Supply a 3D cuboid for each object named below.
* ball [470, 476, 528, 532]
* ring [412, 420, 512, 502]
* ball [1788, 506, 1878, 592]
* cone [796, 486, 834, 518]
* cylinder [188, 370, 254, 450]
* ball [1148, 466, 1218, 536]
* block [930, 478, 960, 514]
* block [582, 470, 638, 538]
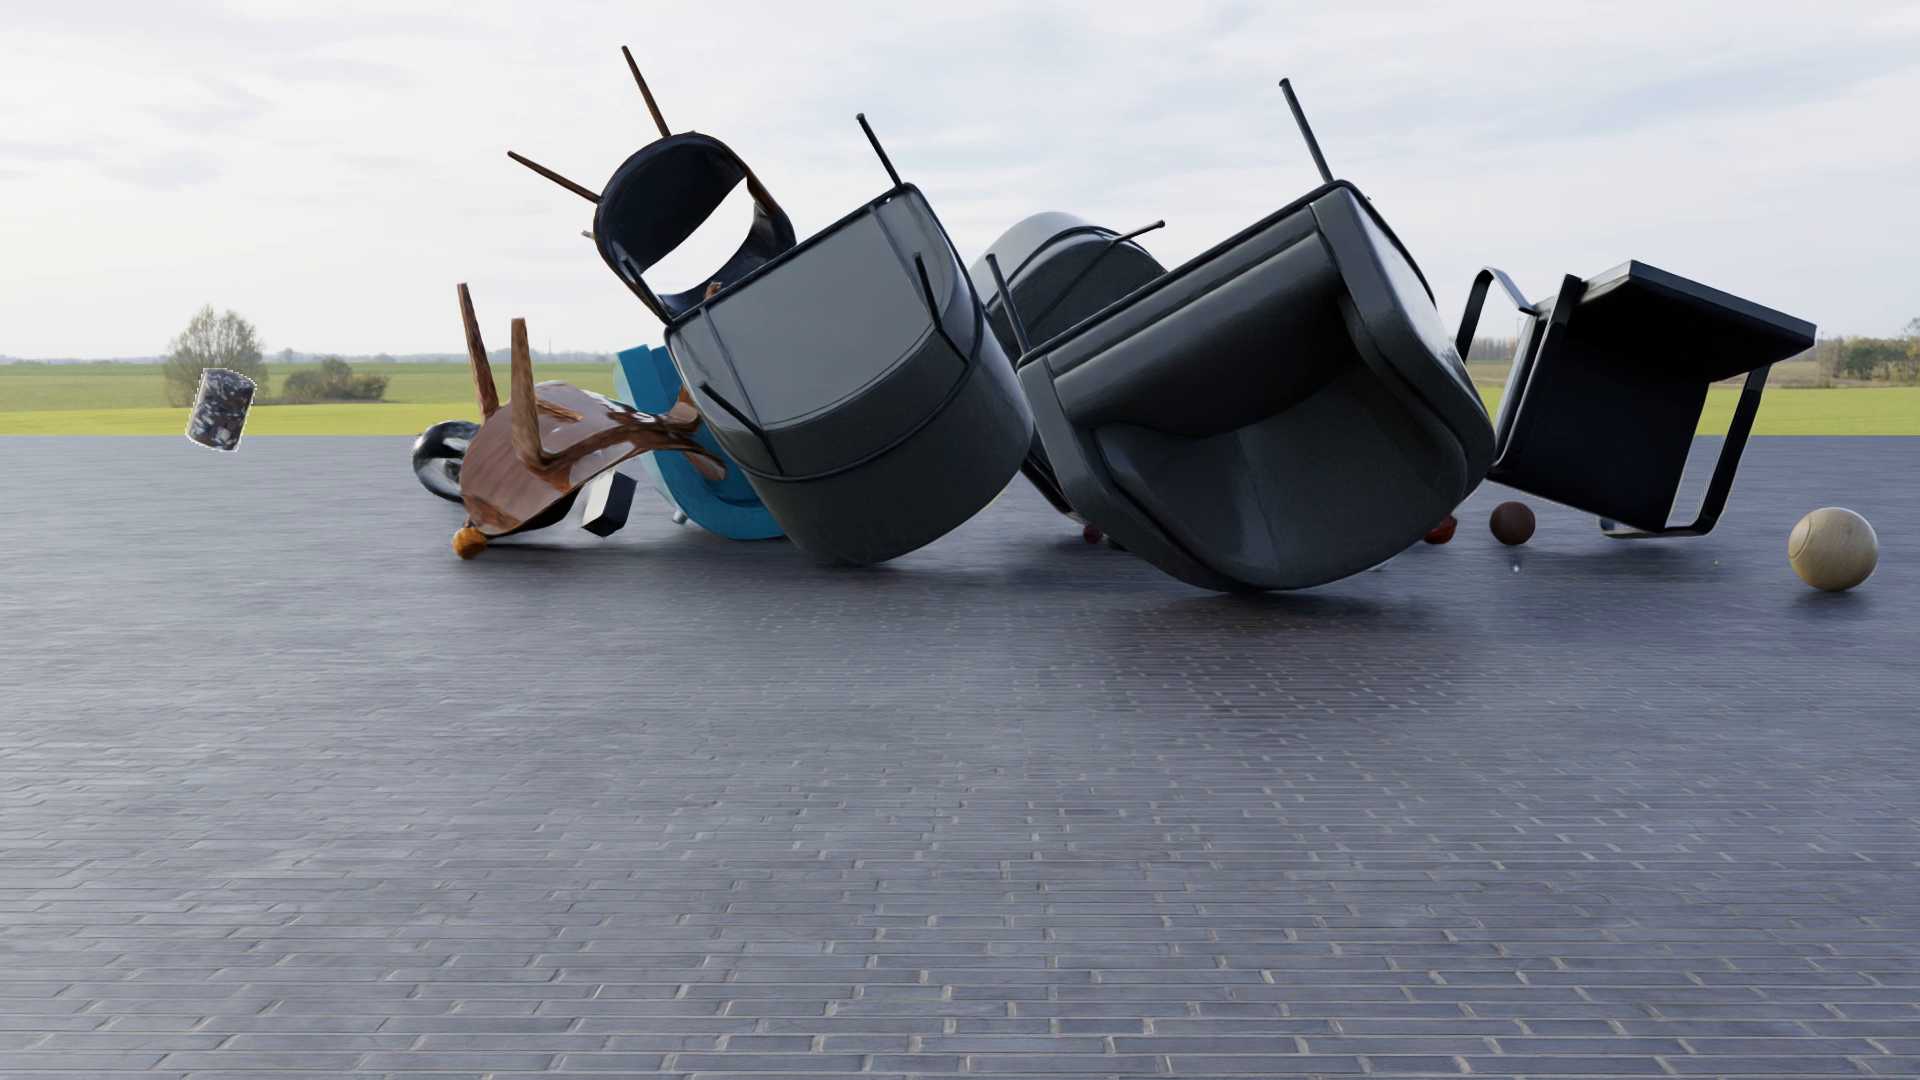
[{"bbox_3d":[-1.441,-0.112,6.868,0.179,0.179,0.179,0,4,0],"label":"ball"},{"bbox_3d":[-1.967,-0.307,8.686,0.387,0.165,0.402,31,-47,-27],"label":"ring"},{"bbox_3d":[1.935,0.021,4.875,0.188,0.188,0.188,0,4,0],"label":"ball"},{"bbox_3d":[-0.530,-0.103,7.634,0.095,0.162,0.094,-43,14,33],"label":"cone"},{"bbox_3d":[-1.930,-0.341,5.744,0.134,0.172,0.113,26,14,18],"label":"cylinder"},{"bbox_3d":[0.682,-0.119,6.727,0.213,0.213,0.213,0,4,0],"label":"ball"},{"bbox_3d":[-0.055,-0.153,7.681,0.079,0.064,0.115,-11,39,-8],"label":"block"},{"bbox_3d":[-1.043,-0.106,6.540,0.078,0.154,0.131,28,-32,-29],"label":"block"}]
